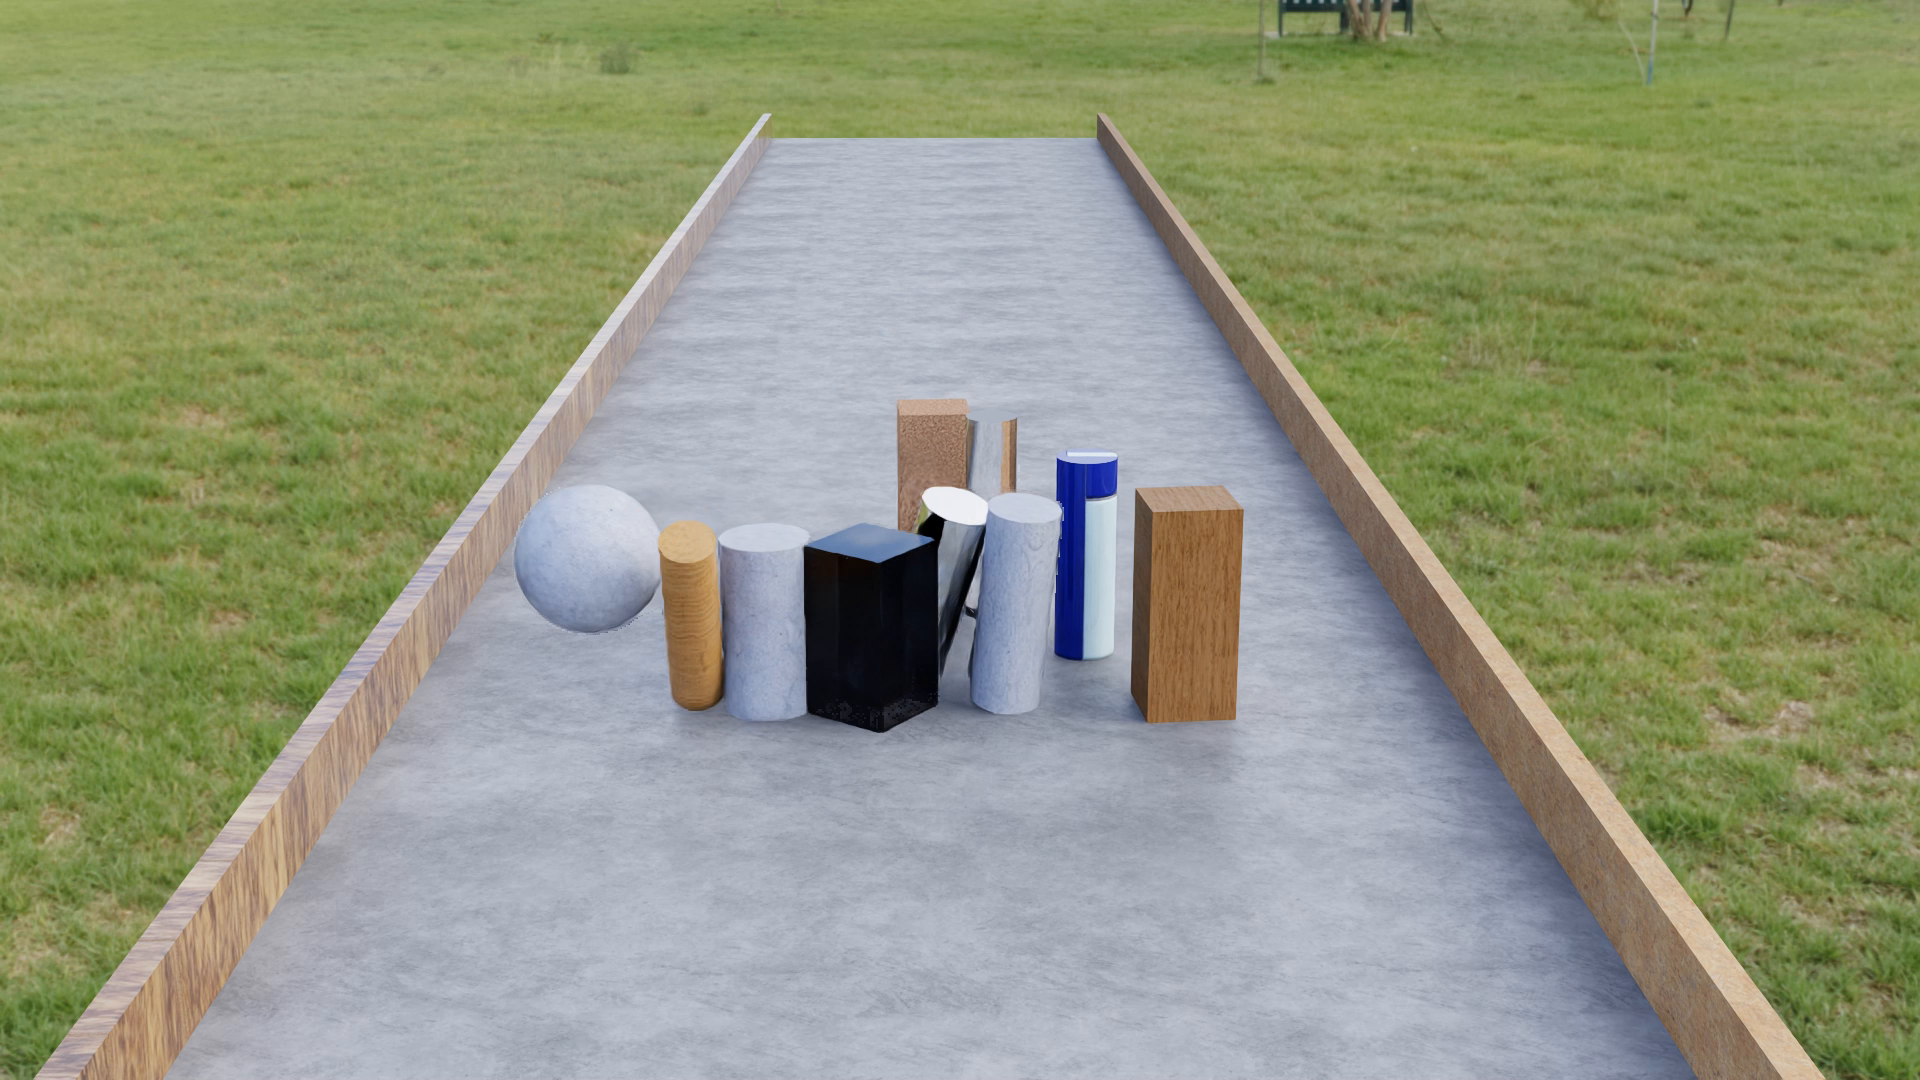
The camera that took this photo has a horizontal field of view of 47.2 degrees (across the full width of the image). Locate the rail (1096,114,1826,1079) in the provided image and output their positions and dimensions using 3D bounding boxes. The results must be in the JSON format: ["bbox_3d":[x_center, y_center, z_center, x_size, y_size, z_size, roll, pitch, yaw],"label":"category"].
[{"bbox_3d":[0.932,-0.844,7.801,0.050,0.150,12.000,0,17,-1],"label":"rail"}]

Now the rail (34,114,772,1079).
[{"bbox_3d":[-1.118,-0.838,7.780,0.050,0.150,12.000,0,17,-1],"label":"rail"}]

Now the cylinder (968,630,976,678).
[{"bbox_3d":[0.089,0.126,4.236,0.101,0.309,0.101,9,23,-4],"label":"cylinder"}]

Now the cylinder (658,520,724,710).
[{"bbox_3d":[-0.488,0.143,4.015,0.101,0.429,0.101,2,49,-2],"label":"cylinder"}]

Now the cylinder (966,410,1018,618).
[{"bbox_3d":[0.066,-0.052,4.647,0.108,0.431,0.108,0,17,0],"label":"cylinder"}]

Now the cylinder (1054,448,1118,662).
[{"bbox_3d":[0.252,0.030,4.407,0.122,0.409,0.122,0,17,0],"label":"cylinder"}]

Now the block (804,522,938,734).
[{"bbox_3d":[-0.165,0.161,4.099,0.175,0.330,0.175,12,21,33],"label":"block"}]

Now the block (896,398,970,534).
[{"bbox_3d":[-0.058,-0.098,4.852,0.153,0.402,0.153,-1,17,-4],"label":"block"}]

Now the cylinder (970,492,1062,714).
[{"bbox_3d":[0.102,0.120,4.102,0.136,0.395,0.136,4,24,-2],"label":"cylinder"}]

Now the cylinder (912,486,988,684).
[{"bbox_3d":[-0.054,0.095,4.197,0.137,0.380,0.137,14,28,-7],"label":"cylinder"}]

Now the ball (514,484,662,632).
[{"bbox_3d":[-0.688,0.034,4.084,0.276,0.276,0.276,0,17,0],"label":"ball"}]

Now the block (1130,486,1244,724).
[{"bbox_3d":[0.422,0.119,4.113,0.168,0.408,0.168,-2,17,-6],"label":"block"}]

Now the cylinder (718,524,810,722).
[{"bbox_3d":[-0.361,0.153,4.116,0.169,0.334,0.169,0,18,0],"label":"cylinder"}]
